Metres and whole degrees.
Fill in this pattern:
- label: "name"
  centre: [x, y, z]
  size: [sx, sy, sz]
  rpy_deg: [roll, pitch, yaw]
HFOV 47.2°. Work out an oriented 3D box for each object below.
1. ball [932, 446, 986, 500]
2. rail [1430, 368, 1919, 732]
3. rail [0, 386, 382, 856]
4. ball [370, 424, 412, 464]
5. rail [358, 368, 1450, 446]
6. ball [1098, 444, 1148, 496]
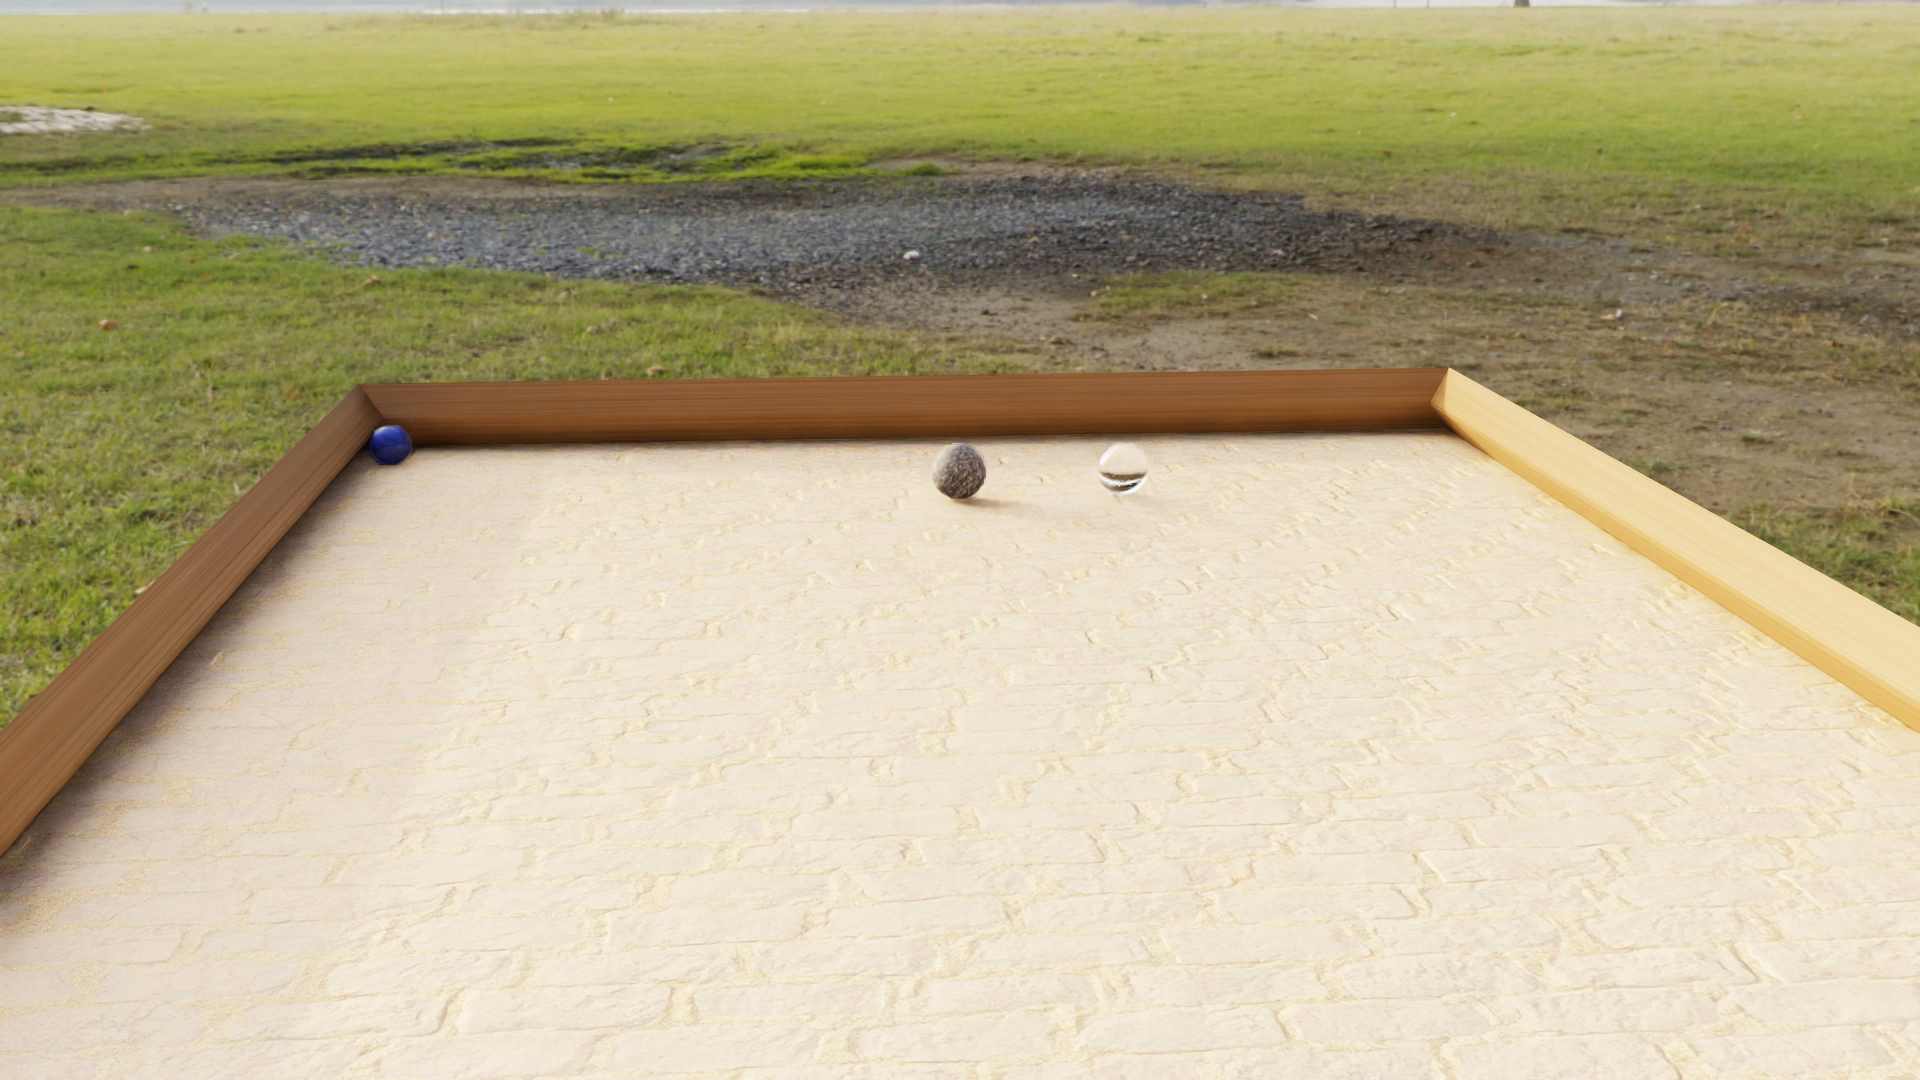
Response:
- label: "ball"
  centre: [-0.002, -0.101, 3.280]
  size: [0.081, 0.081, 0.081]
  rpy_deg: [0, 14, 0]
- label: "rail"
  centre: [0.974, 0.181, 2.098]
  size: [0.045, 0.105, 3.531]
  rpy_deg: [-1, 14, -5]
- label: "rail"
  centre: [-0.822, 0.219, 1.948]
  size: [0.045, 0.105, 3.531]
  rpy_deg: [-1, 14, -5]
- label: "ball"
  centre: [-0.911, -0.153, 3.521]
  size: [0.064, 0.064, 0.064]
  rpy_deg: [0, 14, 0]
- label: "rail"
  centre: [-0.074, -0.221, 3.707]
  size: [1.850, 0.105, 0.045]
  rpy_deg: [-1, 14, -5]
- label: "ball"
  centre: [0.245, -0.106, 3.308]
  size: [0.077, 0.077, 0.077]
  rpy_deg: [0, 14, 0]
